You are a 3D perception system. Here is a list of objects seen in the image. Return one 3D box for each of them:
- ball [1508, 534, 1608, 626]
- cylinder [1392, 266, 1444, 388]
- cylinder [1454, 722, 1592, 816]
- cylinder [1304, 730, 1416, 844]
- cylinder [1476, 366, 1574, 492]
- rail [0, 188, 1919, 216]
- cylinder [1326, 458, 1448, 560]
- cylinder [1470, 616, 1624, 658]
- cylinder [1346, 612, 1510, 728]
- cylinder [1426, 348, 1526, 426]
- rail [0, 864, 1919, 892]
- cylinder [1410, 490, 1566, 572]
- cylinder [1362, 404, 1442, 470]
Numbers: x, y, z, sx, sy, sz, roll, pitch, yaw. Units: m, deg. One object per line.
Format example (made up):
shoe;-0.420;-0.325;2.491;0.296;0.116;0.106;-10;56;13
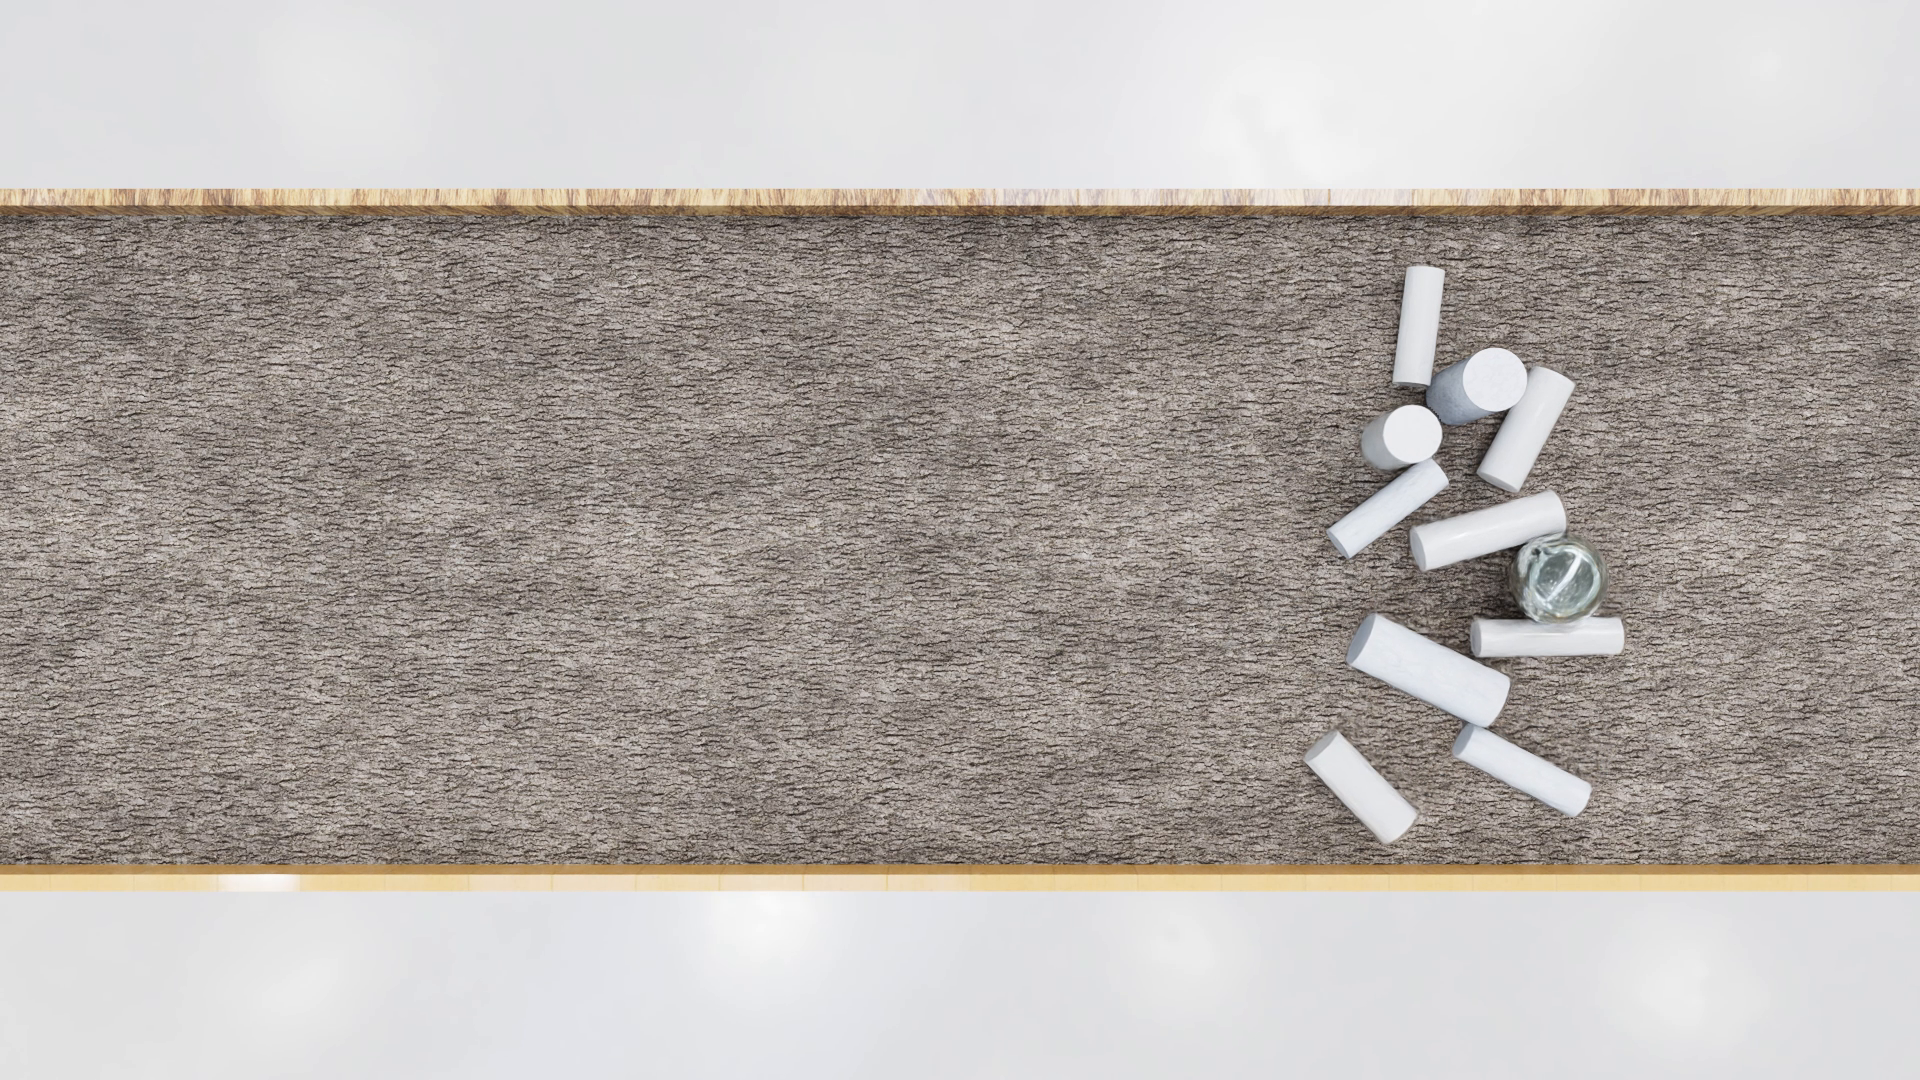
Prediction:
ball;1.788;0.119;4.934;0.278;0.278;0.278;0;90;0
cylinder;1.396;-0.647;5.020;0.114;0.114;0.351;7;90;0
cylinder;1.709;0.698;5.019;0.400;0.114;0.114;27;90;0
cylinder;1.215;0.749;5.007;0.138;0.138;0.342;-44;90;0
cylinder;1.716;-0.335;5.008;0.137;0.137;0.362;28;90;0
rail;-2.247;-1.025;5.002;12.000;0.150;0.050;0;90;0
cylinder;1.301;-0.098;5.021;0.375;0.112;0.112;-37;90;0
cylinder;1.785;0.295;5.020;0.429;0.113;0.113;-1;90;0
cylinder;1.414;0.393;4.990;0.446;0.174;0.174;26;90;0
cylinder;1.516;-0.447;4.864;0.180;0.418;0.180;0;89;2
rail;-2.247;1.025;5.001;12.000;0.150;0.050;0;90;0
cylinder;1.600;-0.029;5.009;0.435;0.136;0.136;-15;90;0
cylinder;1.312;-0.302;4.916;0.167;0.315;0.167;0;88;2
